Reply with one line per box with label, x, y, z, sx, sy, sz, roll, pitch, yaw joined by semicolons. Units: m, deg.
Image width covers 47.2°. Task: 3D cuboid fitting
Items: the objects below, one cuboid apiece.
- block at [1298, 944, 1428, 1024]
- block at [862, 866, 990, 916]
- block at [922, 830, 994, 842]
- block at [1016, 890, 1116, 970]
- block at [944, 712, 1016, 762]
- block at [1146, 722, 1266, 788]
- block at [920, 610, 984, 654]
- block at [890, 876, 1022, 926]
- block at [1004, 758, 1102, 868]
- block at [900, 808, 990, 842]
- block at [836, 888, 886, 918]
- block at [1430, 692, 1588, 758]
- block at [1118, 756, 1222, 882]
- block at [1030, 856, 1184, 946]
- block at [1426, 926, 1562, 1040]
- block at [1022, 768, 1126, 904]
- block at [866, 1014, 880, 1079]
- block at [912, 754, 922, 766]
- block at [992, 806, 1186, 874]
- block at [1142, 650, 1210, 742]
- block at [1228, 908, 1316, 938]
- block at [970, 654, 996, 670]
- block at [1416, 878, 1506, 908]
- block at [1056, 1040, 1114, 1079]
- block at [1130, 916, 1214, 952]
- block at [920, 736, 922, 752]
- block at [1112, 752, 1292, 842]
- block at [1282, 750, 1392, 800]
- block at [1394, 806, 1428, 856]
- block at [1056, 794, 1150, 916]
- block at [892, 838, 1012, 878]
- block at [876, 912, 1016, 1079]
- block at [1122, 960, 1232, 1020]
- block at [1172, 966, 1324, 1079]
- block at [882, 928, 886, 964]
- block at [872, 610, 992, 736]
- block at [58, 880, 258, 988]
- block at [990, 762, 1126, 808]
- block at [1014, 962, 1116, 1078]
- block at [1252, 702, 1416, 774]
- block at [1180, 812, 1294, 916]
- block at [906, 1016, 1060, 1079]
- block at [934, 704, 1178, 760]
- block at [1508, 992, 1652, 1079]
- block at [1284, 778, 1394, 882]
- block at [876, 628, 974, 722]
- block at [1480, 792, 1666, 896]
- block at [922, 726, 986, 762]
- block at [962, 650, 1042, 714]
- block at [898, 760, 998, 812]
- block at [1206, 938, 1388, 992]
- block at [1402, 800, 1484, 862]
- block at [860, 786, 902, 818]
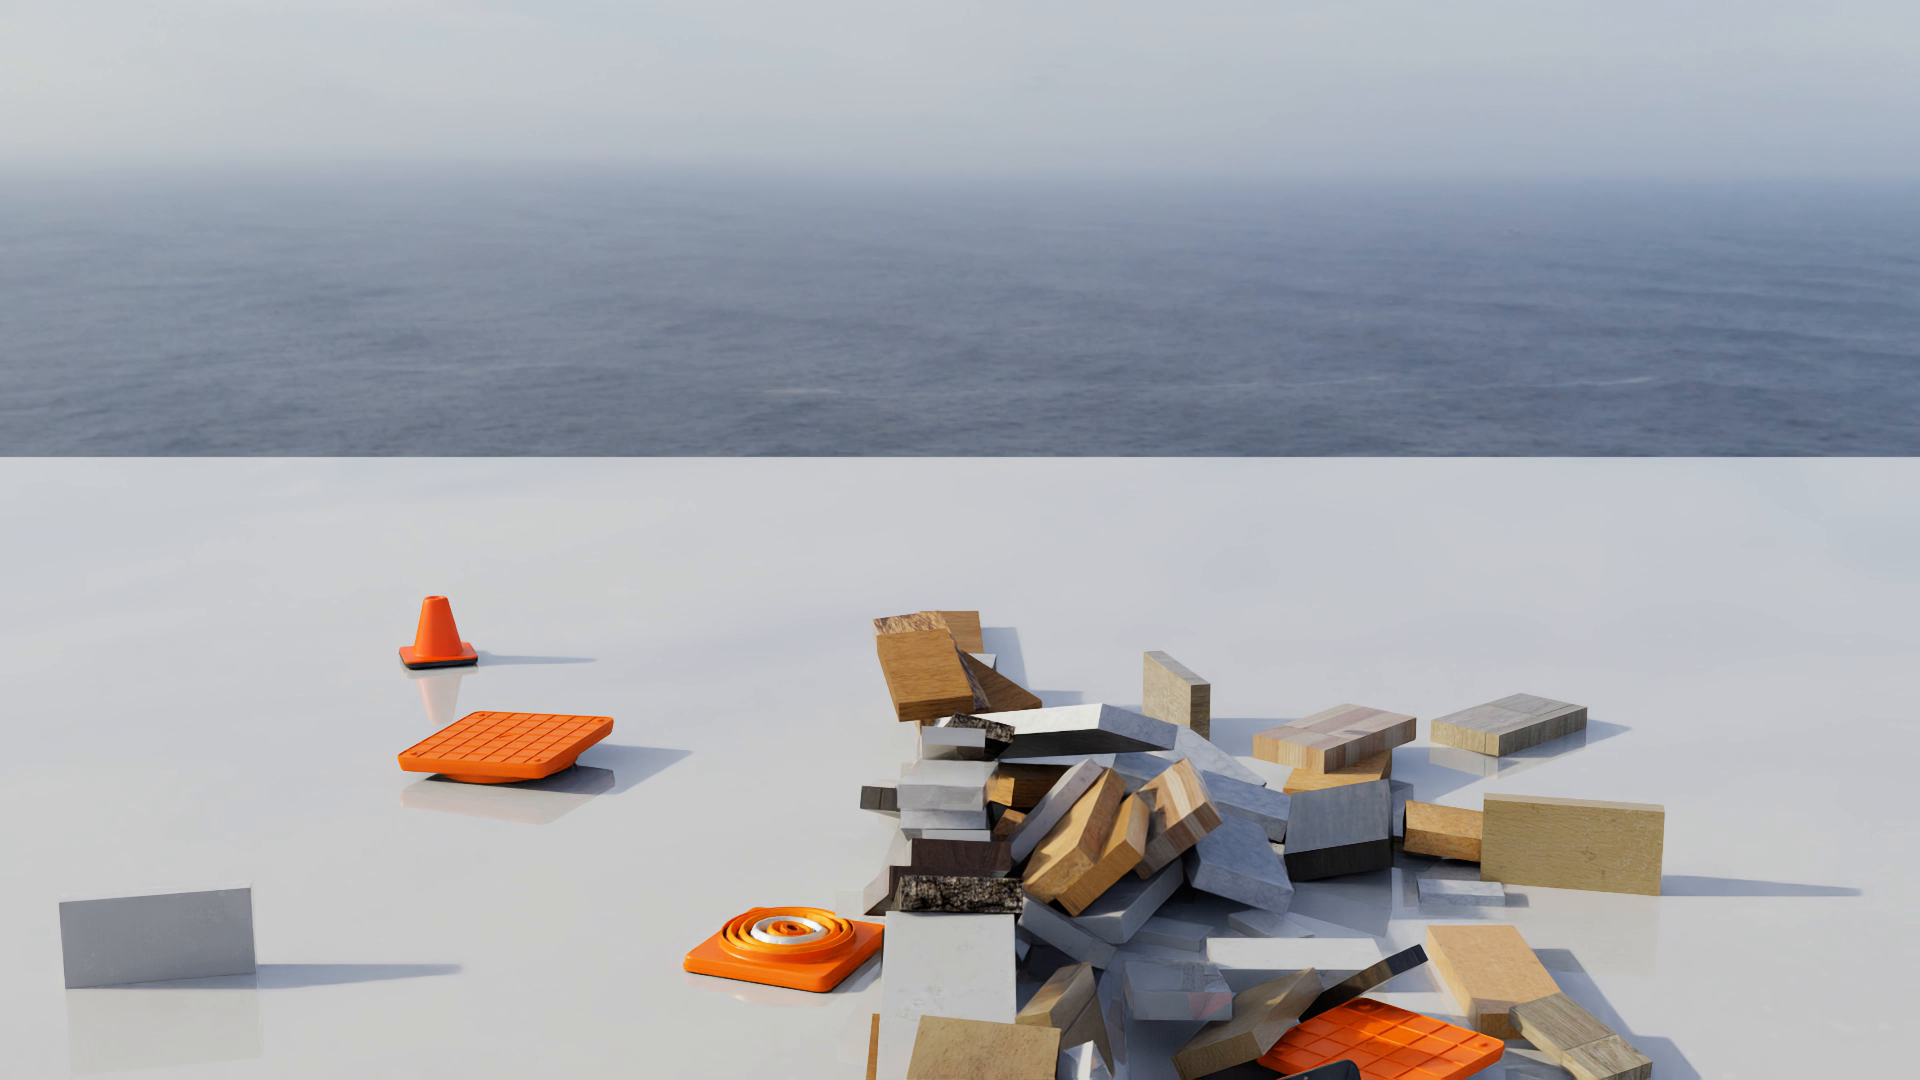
block;0.564;0.627;3.101;0.091;0.026;0.183;-8;-24;-46
block;-0.051;0.498;3.099;0.136;0.039;0.273;4;-16;-9
block;-0.001;0.486;3.560;0.106;0.030;0.212;0;-8;3
block;0.097;0.558;3.330;0.273;0.039;0.136;28;-4;24
block;0.020;0.384;4.181;0.113;0.032;0.418;14;-13;-3
block;0.463;0.432;4.149;0.208;0.029;0.104;34;43;29
block;-0.017;0.304;5.090;0.151;0.043;1.115;0;11;-1
block;-0.011;0.510;2.979;0.157;0.045;0.315;2;-20;-4
block;0.145;0.471;3.761;0.225;0.032;0.112;-45;0;-22
block;-0.022;0.492;3.769;0.140;0.040;0.281;0;-15;2
block;-0.071;0.559;3.393;0.144;0.041;0.288;-3;-8;19
block;1.158;0.388;4.630;0.330;0.047;0.165;-10;14;-42
block;0.344;0.462;3.682;0.159;0.045;0.318;-37;6;5
block;0.239;0.579;3.540;0.153;0.043;0.307;-6;7;24
block;0.794;0.649;3.247;0.135;0.038;0.347;0;11;-1
block;0.182;0.491;3.594;0.144;0.041;0.405;-42;1;16
block;-0.033;0.692;2.637;0.165;0.047;0.548;1;9;0
block;-0.046;0.432;4.081;0.085;0.024;0.169;3;12;10
block;0.245;0.526;3.875;0.354;0.050;0.177;2;11;12
block;0.451;0.340;4.607;0.042;0.150;0.300;-3;11;-14
block;0.491;0.616;3.475;0.068;0.019;0.137;-6;12;-29
block;-0.005;0.306;4.847;0.151;0.043;0.302;1;11;5
block;0.829;0.585;3.644;0.137;0.019;0.068;1;11;7
block;0.152;0.711;2.447;0.043;0.153;0.307;-23;16;14
block;0.324;0.618;3.464;0.137;0.019;0.068;5;12;26
block;-0.058;0.418;4.473;0.013;0.045;0.091;-4;11;-22
block;0.435;0.460;4.002;0.328;0.041;0.146;16;15;7
block;0.730;0.461;4.236;0.165;0.047;0.330;3;11;17
block;0.825;0.520;3.966;0.104;0.029;0.208;6;12;31
block;0.233;0.501;3.524;0.144;0.041;0.288;-42;1;11
block;-0.016;0.464;3.115;0.136;0.039;0.273;4;-16;-7
block;-0.014;0.580;2.697;0.165;0.047;0.330;1;29;0
block;0.306;0.640;3.133;0.135;0.038;0.270;0;-2;1
block;0.398;0.664;3.020;0.127;0.036;0.255;-27;-4;29
block;-0.023;0.597;3.086;0.158;0.045;0.315;0;-20;1
block;-0.063;0.274;4.630;0.150;0.042;0.449;-7;26;-12
block;-1.200;0.590;3.298;0.270;0.135;0.038;-3;11;-13
block;0.185;0.453;4.057;0.354;0.050;0.177;6;2;-36
block;0.137;0.644;2.788;0.043;0.153;0.324;-14;-3;12
block;0.745;0.391;4.357;0.165;0.047;0.330;10;14;42
block;0.448;0.526;3.676;0.159;0.045;0.318;18;11;-6
block;0.015;0.653;2.440;0.165;0.047;0.330;4;24;6
block;0.164;0.363;4.134;0.159;0.045;0.664;18;-14;-24
block;0.841;0.682;2.989;0.091;0.026;0.183;-10;24;-24
block;0.670;0.508;3.871;0.177;0.050;0.354;-11;8;13
block;-0.075;0.275;4.525;0.151;0.043;0.302;-6;25;-9
block;1.027;0.511;3.697;0.292;0.146;0.041;3;11;14
block;-0.012;0.374;3.994;0.113;0.032;0.225;3;-14;1
block;0.022;0.321;4.625;0.150;0.042;0.300;-18;30;-31
block;-0.017;0.413;3.721;0.140;0.040;0.281;1;3;6
block;0.505;0.639;3.307;0.255;0.036;0.127;0;11;1
block;0.923;0.519;3.836;0.292;0.041;0.146;8;14;9
block;-0.071;0.474;3.918;0.140;0.040;0.281;3;-10;14
